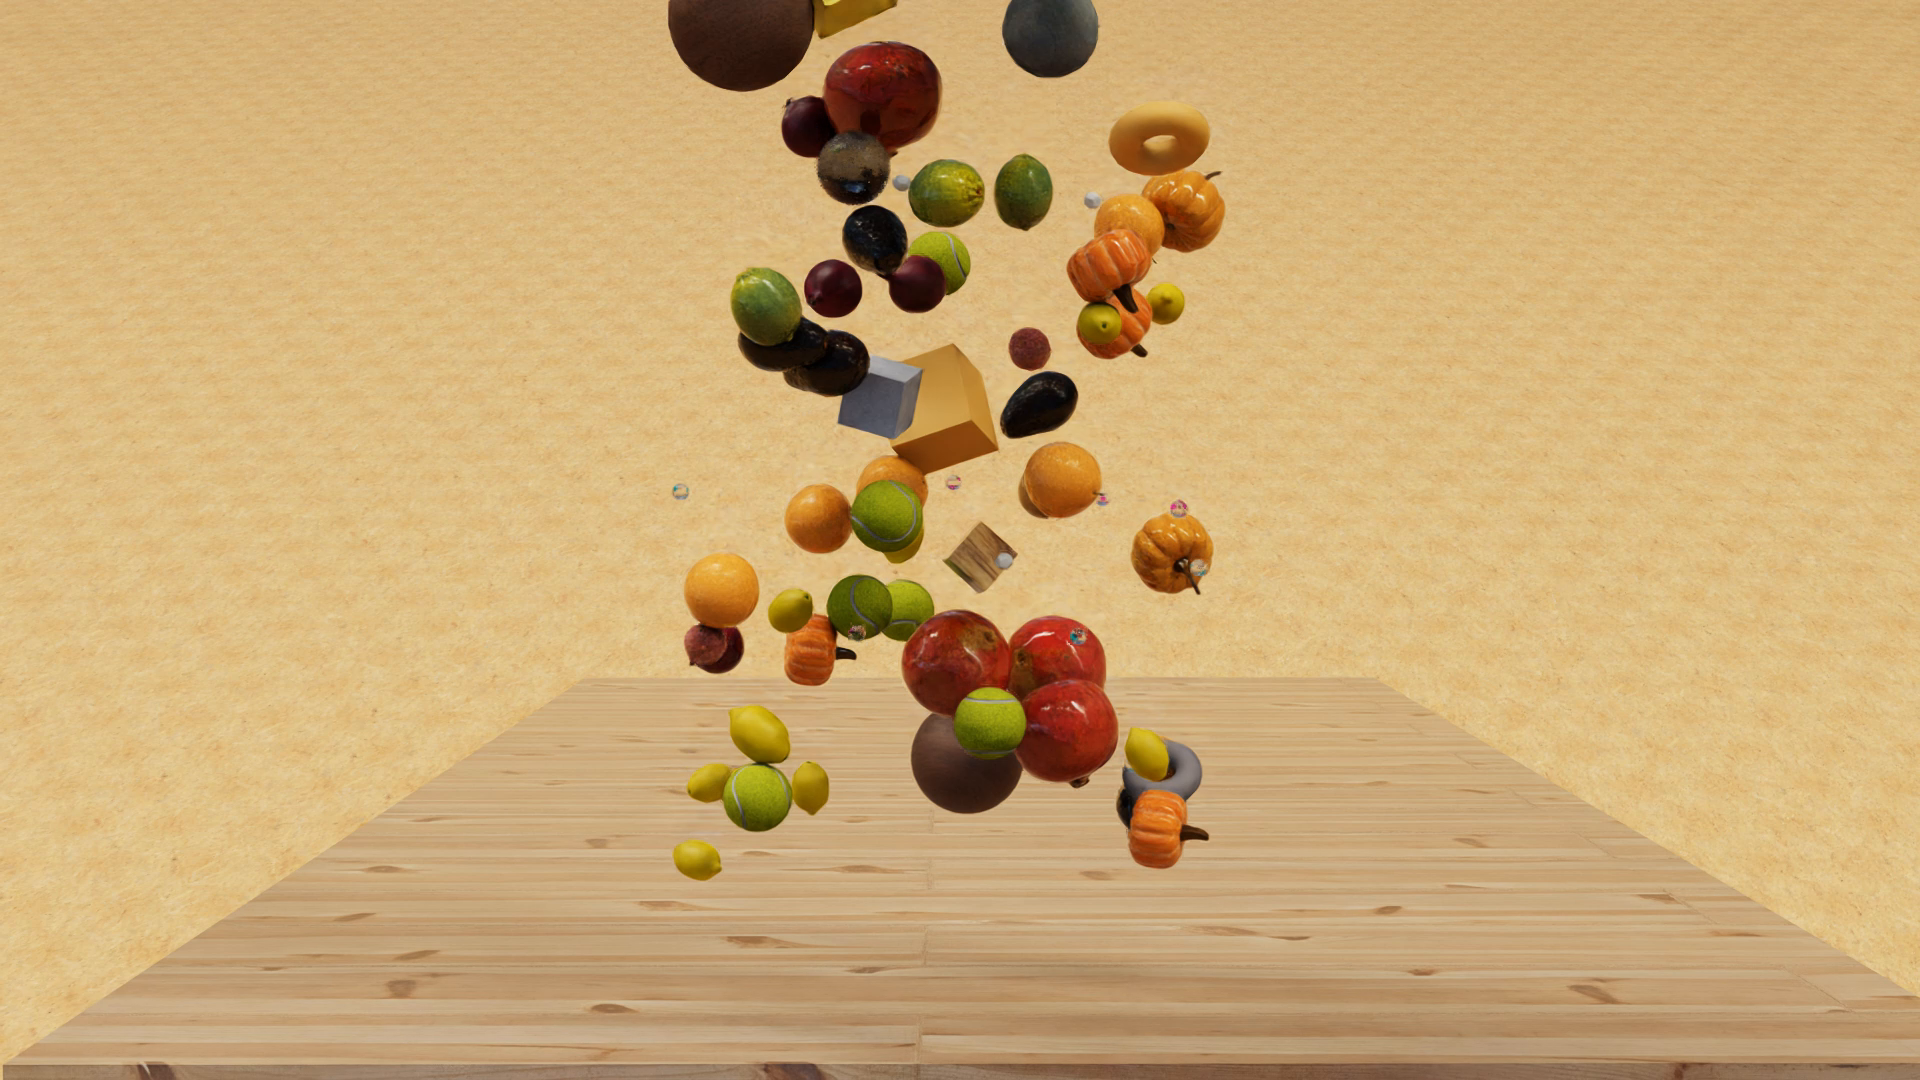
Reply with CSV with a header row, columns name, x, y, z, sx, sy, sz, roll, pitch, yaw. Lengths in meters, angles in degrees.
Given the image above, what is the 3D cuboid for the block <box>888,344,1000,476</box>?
name,x,y,z,sx,sy,sz,roll,pitch,yaw
block,-0.023,-0.131,2.606,0.087,0.087,0.087,-18,-23,14

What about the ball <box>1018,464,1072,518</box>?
name,x,y,z,sx,sy,sz,roll,pitch,yaw
ball,0.092,-0.053,2.789,0.060,0.060,0.060,0,23,0

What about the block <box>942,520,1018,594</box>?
name,x,y,z,sx,sy,sz,roll,pitch,yaw
block,0.020,0.018,2.633,0.051,0.051,0.051,-49,4,-8

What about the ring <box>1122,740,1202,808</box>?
name,x,y,z,sx,sy,sz,roll,pitch,yaw
ring,0.219,0.253,2.788,0.086,0.029,0.086,-5,44,5

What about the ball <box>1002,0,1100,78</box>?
name,x,y,z,sx,sy,sz,roll,pitch,yaw
ball,0.085,-0.478,2.408,0.091,0.091,0.091,0,23,0

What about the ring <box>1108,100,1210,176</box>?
name,x,y,z,sx,sy,sz,roll,pitch,yaw
ring,0.180,-0.362,2.320,0.092,0.092,0.031,-2,62,-6

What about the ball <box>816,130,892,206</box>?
name,x,y,z,sx,sy,sz,roll,pitch,yaw
ball,-0.100,-0.350,2.424,0.070,0.070,0.070,0,23,0

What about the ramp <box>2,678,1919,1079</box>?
name,x,y,z,sx,sy,sz,roll,pitch,yaw
ramp,0.053,0.483,4.539,2.000,0.100,4.000,0,2,0

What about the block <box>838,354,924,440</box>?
name,x,y,z,sx,sy,sz,roll,pitch,yaw
block,-0.076,-0.137,2.449,0.058,0.058,0.058,16,20,12

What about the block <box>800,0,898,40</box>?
name,x,y,z,sx,sy,sz,roll,pitch,yaw
block,-0.105,-0.510,2.302,0.077,0.077,0.077,-27,-7,-11

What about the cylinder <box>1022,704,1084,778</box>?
name,x,y,z,sx,sy,sz,roll,pitch,yaw
cylinder,0.107,0.233,2.973,0.060,0.060,0.060,10,41,-9
